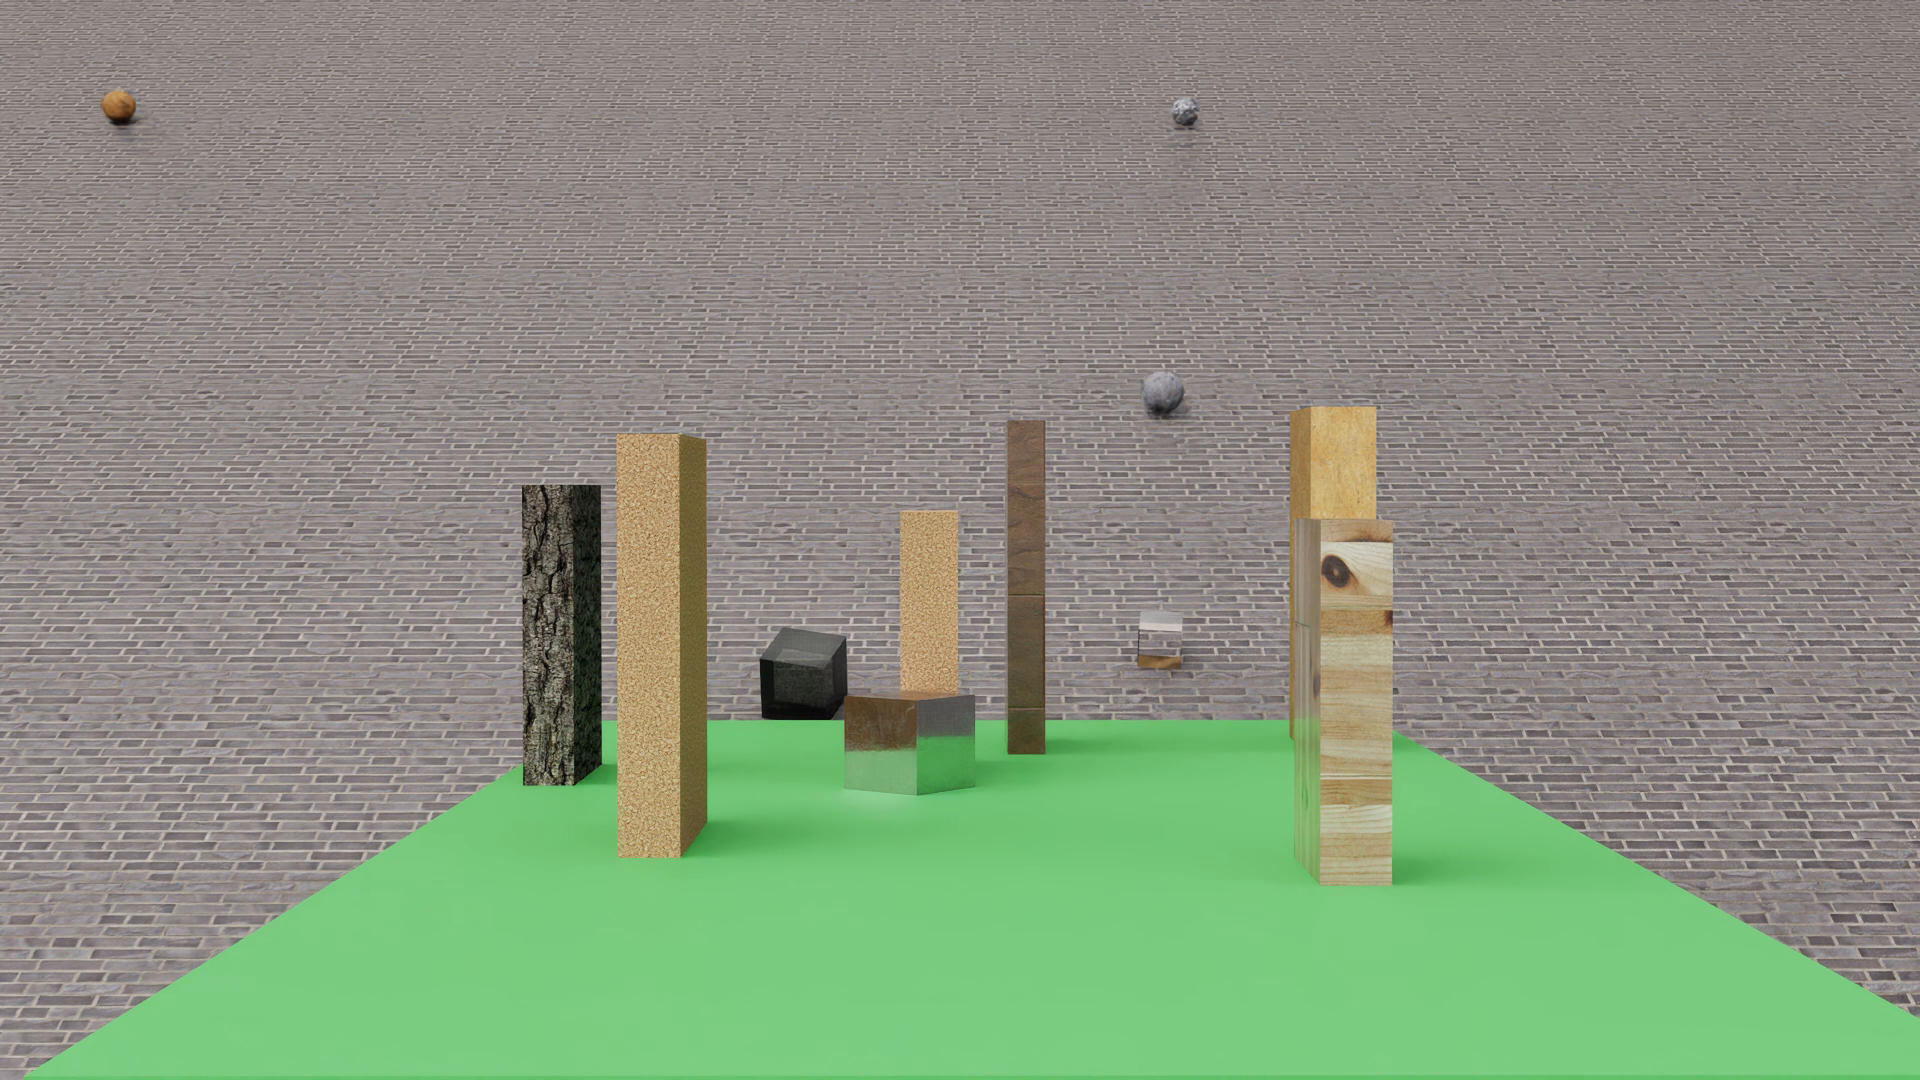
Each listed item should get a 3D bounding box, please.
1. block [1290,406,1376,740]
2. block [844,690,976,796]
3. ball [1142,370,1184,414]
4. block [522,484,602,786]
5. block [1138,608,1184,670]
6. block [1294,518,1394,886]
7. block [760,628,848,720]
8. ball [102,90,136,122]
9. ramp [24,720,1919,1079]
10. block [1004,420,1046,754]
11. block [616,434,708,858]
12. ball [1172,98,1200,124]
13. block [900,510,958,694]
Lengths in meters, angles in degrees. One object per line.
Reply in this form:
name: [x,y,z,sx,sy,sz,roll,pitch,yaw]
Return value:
block: [0.855,0.085,5.939,0.146,0.772,0.360,0,1,0]
block: [-0.099,0.397,5.082,0.183,0.183,0.183,1,1,38]
ball: [0.667,-0.488,8.502,0.139,0.139,0.139,0,27,0]
block: [-0.818,0.185,5.322,0.101,0.598,0.402,0,1,0]
block: [0.546,0.269,7.030,0.117,0.117,0.117,3,27,6]
block: [0.587,0.239,3.967,0.106,0.541,0.296,0,1,0]
block: [-0.409,0.360,6.783,0.178,0.178,0.178,8,28,15]
ball: [-3.679,-1.897,11.286,0.139,0.139,0.139,0,27,0]
ramp: [0.061,0.548,4.584,2.000,0.100,4.000,0,1,0]
block: [0.147,0.102,5.888,0.084,0.741,0.334,0,1,0]
block: [-0.497,0.165,4.336,0.100,0.676,0.448,0,1,0]
ball: [0.984,-1.870,11.256,0.119,0.119,0.119,0,27,0]
block: [-0.063,0.211,5.394,0.116,0.543,0.373,0,1,0]
